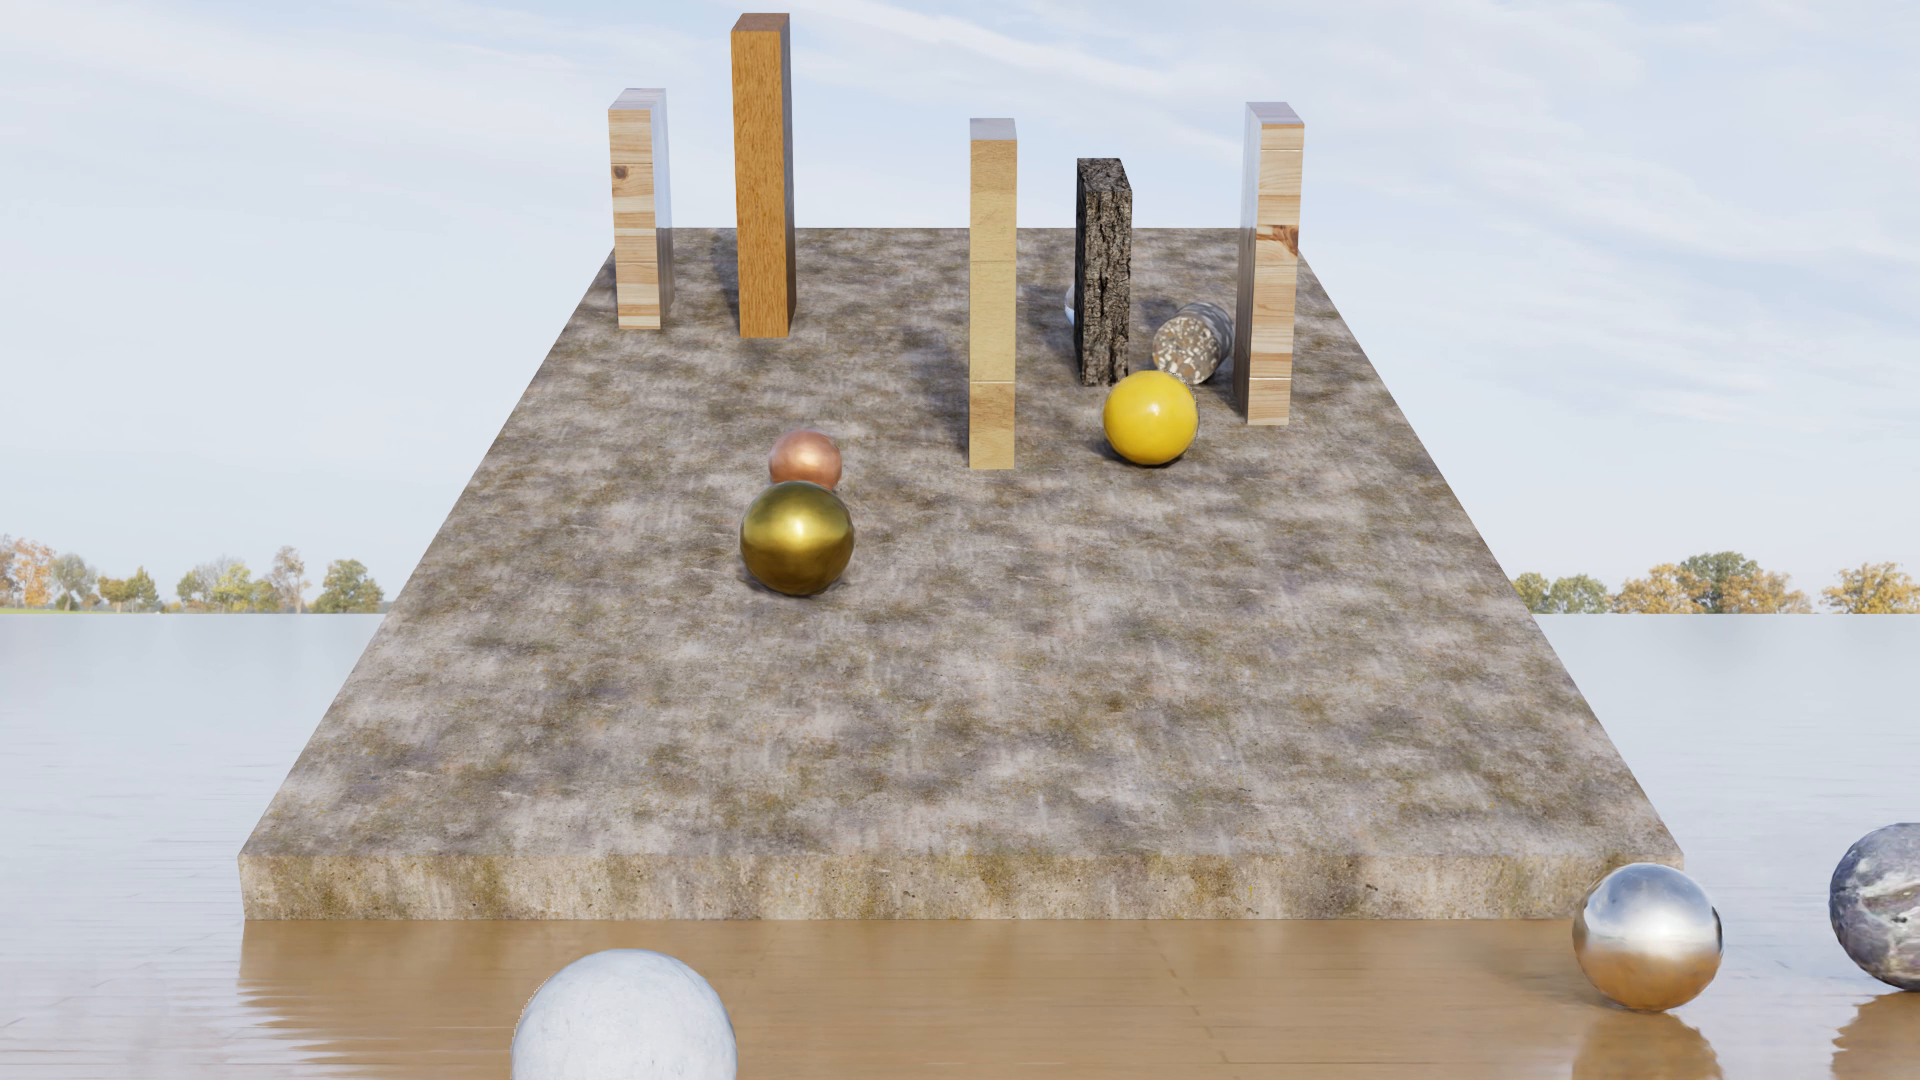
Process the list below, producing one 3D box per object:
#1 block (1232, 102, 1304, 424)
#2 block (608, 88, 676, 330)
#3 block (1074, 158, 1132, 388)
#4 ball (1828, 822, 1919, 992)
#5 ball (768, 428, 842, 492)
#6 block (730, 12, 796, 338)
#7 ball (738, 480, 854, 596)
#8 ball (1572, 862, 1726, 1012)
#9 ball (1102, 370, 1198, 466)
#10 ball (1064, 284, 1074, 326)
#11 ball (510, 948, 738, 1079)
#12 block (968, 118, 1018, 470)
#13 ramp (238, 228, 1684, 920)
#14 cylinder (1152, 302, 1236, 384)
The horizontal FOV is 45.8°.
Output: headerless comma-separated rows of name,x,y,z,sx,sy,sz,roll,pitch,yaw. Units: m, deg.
block,0.680,-0.614,5.027,0.091,0.664,0.280,0,20,0
block,-0.814,-0.854,5.828,0.105,0.556,0.331,0,20,0
block,0.336,-0.641,5.395,0.104,0.459,0.409,0,20,0
ball,1.091,0.417,2.585,0.191,0.191,0.191,0,-2,0
ball,-0.307,-0.149,4.509,0.148,0.148,0.148,0,-2,0
block,-0.491,-0.921,5.720,0.119,0.756,0.343,0,20,0
ball,-0.290,-0.004,4.034,0.205,0.205,0.205,0,-2,0
ball,0.745,0.430,2.459,0.159,0.159,0.159,0,-2,0
ball,0.395,-0.255,4.724,0.199,0.199,0.199,0,-2,0
ball,0.336,-0.590,5.709,0.147,0.147,0.147,0,-2,0
ball,-0.258,0.402,1.749,0.173,0.173,0.173,0,-2,0
block,0.066,-0.512,4.719,0.093,0.685,0.252,0,20,0
ramp,-0.005,-0.209,5.031,2.000,0.100,4.000,0,20,0
cylinder,0.551,-0.465,5.349,0.162,0.162,0.162,-1,19,21
